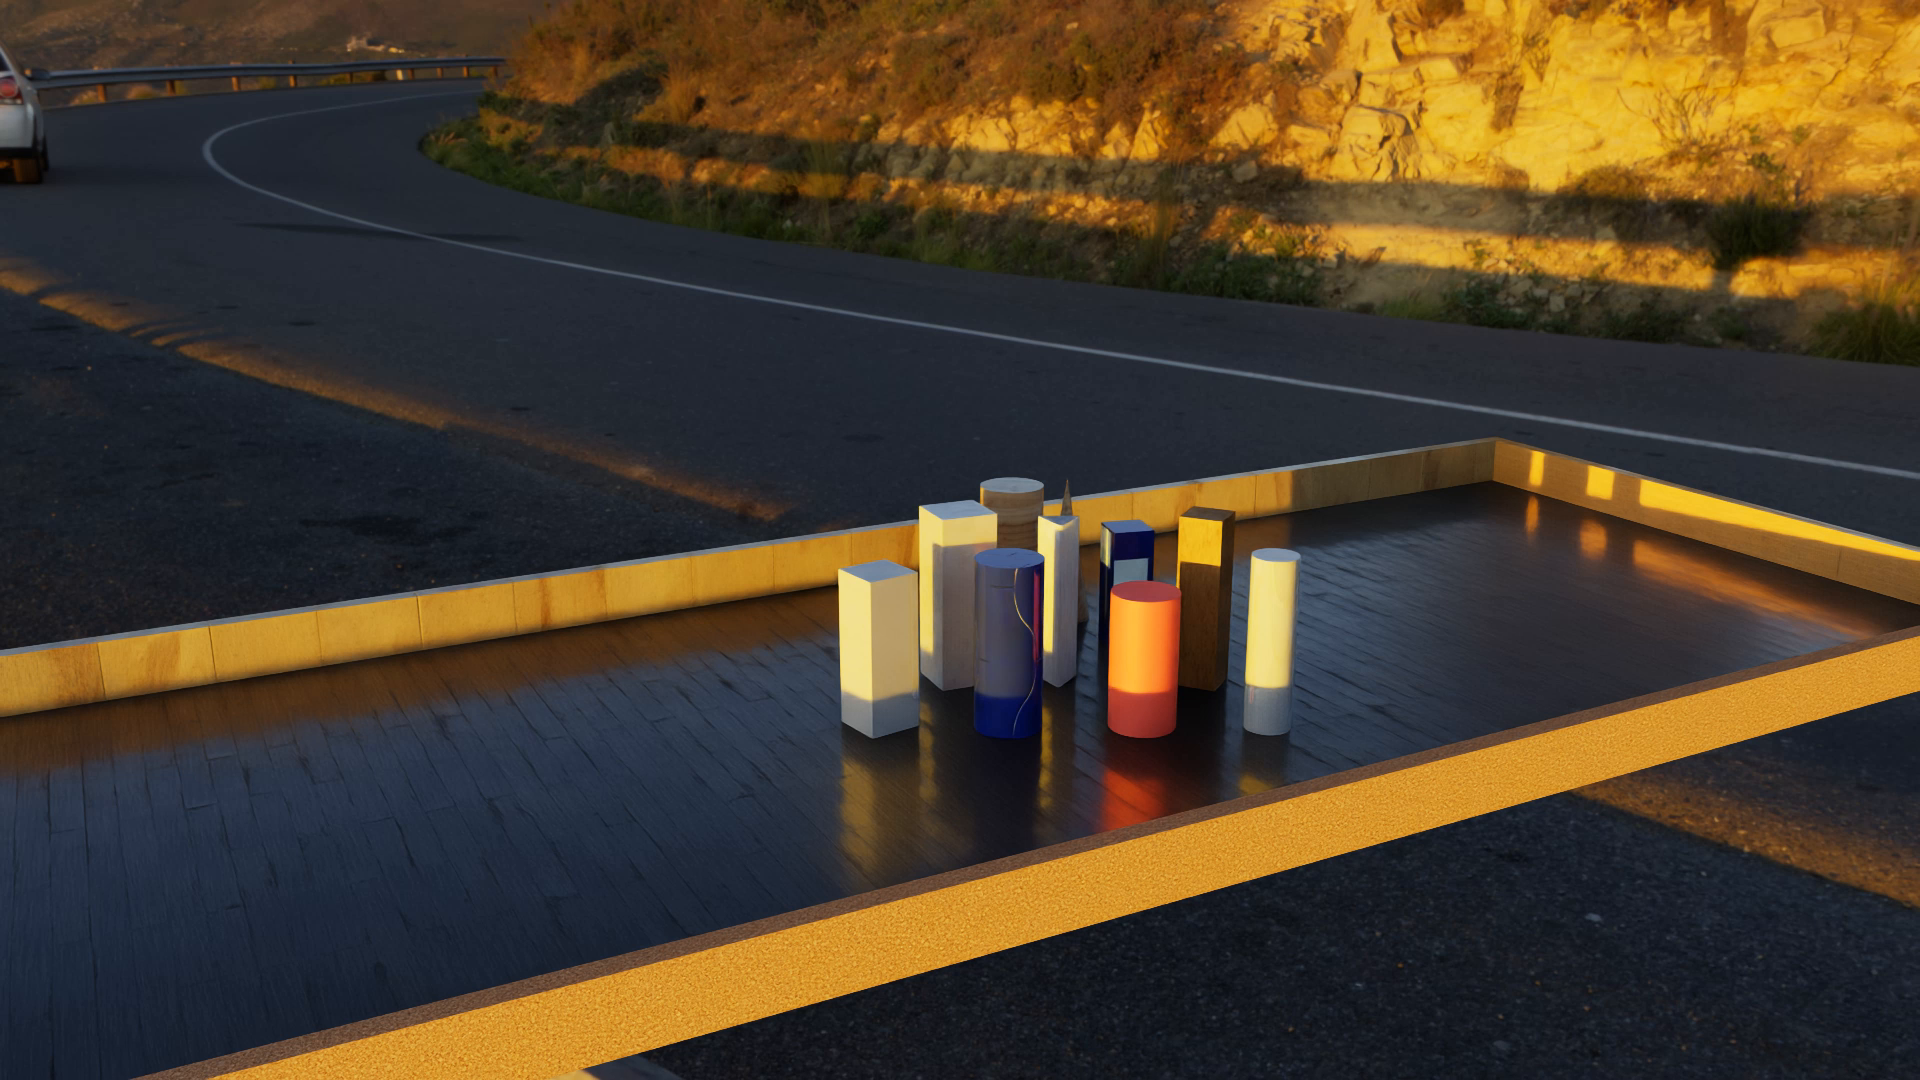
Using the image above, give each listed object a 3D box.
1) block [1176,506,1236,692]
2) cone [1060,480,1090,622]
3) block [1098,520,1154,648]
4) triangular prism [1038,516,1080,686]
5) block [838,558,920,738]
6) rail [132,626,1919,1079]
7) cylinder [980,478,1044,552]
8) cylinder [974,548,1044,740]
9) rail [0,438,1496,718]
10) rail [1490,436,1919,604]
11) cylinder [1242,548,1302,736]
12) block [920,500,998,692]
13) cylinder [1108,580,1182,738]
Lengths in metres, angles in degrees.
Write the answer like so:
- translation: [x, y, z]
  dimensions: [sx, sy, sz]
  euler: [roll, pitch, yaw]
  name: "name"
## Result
- translation: [0.605, 0.145, 4.088]
  dimensions: [0.108, 0.436, 0.108]
  euler: [8, 18, 25]
  name: "block"
- translation: [0.295, 0.021, 4.575]
  dimensions: [0.138, 0.399, 0.138]
  euler: [0, 16, 0]
  name: "cone"
- translation: [0.440, 0.119, 4.378]
  dimensions: [0.109, 0.323, 0.109]
  euler: [-4, 17, -14]
  name: "block"
- translation: [0.257, 0.148, 4.109]
  dimensions: [0.087, 0.419, 0.100]
  euler: [-9, 19, -29]
  name: "triangular prism"
- translation: [-0.188, 0.251, 3.831]
  dimensions: [0.131, 0.378, 0.131]
  euler: [-12, 20, -35]
  name: "block"
- translation: [-2.336, 1.006, 1.665]
  dimensions: [12.000, 0.150, 0.050]
  euler: [-9, 18, -27]
  name: "rail"
- translation: [0.135, 0.066, 4.360]
  dimensions: [0.166, 0.435, 0.166]
  euler: [0, 16, 0]
  name: "cylinder"
- translation: [0.113, 0.238, 3.814]
  dimensions: [0.161, 0.412, 0.161]
  euler: [0, 16, 0]
  name: "cylinder"
- translation: [-3.305, 0.497, 3.399]
  dimensions: [12.000, 0.150, 0.050]
  euler: [-9, 18, -27]
  name: "rail"
- translation: [2.466, -0.048, 5.253]
  dimensions: [0.050, 0.150, 2.100]
  euler: [-9, 18, -27]
  name: "rail"
- translation: [0.719, 0.235, 3.810]
  dimensions: [0.111, 0.419, 0.111]
  euler: [0, 16, 0]
  name: "cylinder"
- translation: [-0.005, 0.136, 4.111]
  dimensions: [0.146, 0.439, 0.146]
  euler: [-7, 18, -23]
  name: "block"
- translation: [0.427, 0.276, 3.832]
  dimensions: [0.161, 0.329, 0.161]
  euler: [0, 16, 0]
  name: "cylinder"
